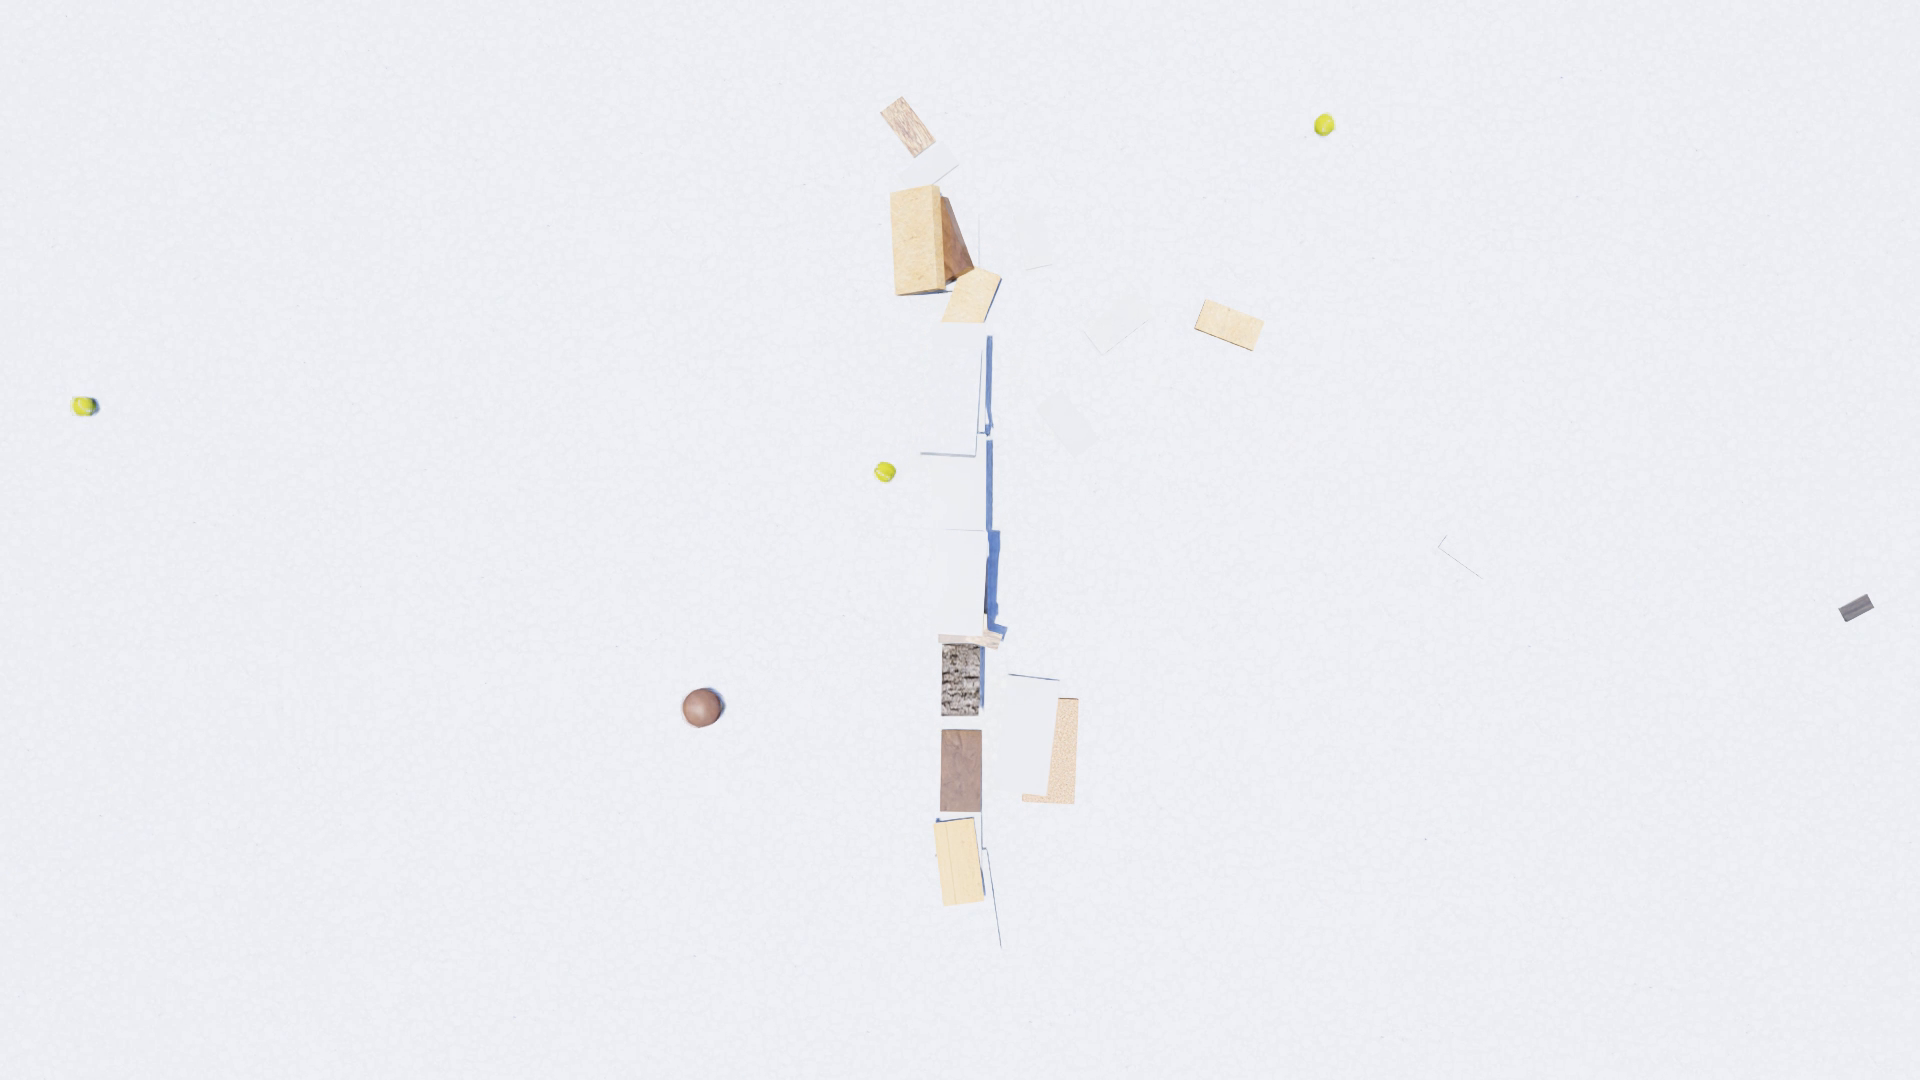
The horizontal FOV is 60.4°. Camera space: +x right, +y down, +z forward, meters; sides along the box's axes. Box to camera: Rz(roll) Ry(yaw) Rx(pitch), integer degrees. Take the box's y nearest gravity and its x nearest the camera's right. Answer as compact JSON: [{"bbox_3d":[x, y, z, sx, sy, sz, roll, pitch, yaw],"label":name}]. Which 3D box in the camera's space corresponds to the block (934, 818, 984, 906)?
[{"bbox_3d":[-0.004,1.053,5.389,0.134,0.038,0.267,-8,77,0],"label":"block"}]

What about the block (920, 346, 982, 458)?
[{"bbox_3d":[-0.028,-0.429,5.110,0.169,0.048,0.338,4,81,1],"label":"block"}]

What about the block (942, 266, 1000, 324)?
[{"bbox_3d":[0.027,-0.774,5.455,0.130,0.037,0.259,21,100,-4],"label":"block"}]

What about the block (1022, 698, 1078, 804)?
[{"bbox_3d":[0.299,0.697,5.476,0.173,0.049,0.346,2,90,0],"label":"block"}]

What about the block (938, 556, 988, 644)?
[{"bbox_3d":[0.008,0.165,5.166,0.156,0.044,0.312,-1,90,0],"label":"block"}]

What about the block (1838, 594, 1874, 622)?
[{"bbox_3d":[2.985,0.227,5.493,0.103,0.015,0.051,-28,90,0],"label":"block"}]

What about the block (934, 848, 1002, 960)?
[{"bbox_3d":[0.027,1.207,5.476,0.173,0.049,0.346,-8,90,0],"label":"block"}]

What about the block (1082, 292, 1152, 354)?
[{"bbox_3d":[0.523,-0.719,5.485,0.208,0.029,0.104,-38,90,0],"label":"block"}]

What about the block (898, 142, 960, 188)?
[{"bbox_3d":[-0.103,-1.232,5.487,0.185,0.026,0.092,-37,90,0],"label":"block"}]

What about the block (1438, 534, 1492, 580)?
[{"bbox_3d":[1.682,0.056,5.493,0.183,0.015,0.051,35,90,0],"label":"block"}]

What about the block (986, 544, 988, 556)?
[{"bbox_3d":[0.008,0.029,4.991,0.152,0.304,0.043,0,89,0],"label":"block"}]

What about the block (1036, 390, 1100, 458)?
[{"bbox_3d":[0.358,-0.387,5.485,0.104,0.029,0.208,-37,90,0],"label":"block"}]

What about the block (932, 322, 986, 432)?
[{"bbox_3d":[-0.005,-0.511,5.187,0.169,0.048,0.338,1,91,0],"label":"block"}]

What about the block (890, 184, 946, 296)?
[{"bbox_3d":[-0.141,-0.985,5.433,0.169,0.048,0.338,-3,90,34],"label":"block"}]

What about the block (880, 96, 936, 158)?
[{"bbox_3d":[-0.173,-1.373,5.487,0.092,0.026,0.185,-37,90,0],"label":"block"}]

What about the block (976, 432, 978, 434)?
[{"bbox_3d":[-0.005,-0.371,5.374,0.126,0.252,0.036,0,91,0],"label":"block"}]

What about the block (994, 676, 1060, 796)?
[{"bbox_3d":[0.219,0.642,5.427,0.173,0.049,0.374,7,90,0],"label":"block"}]

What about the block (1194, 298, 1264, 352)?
[{"bbox_3d":[0.895,-0.715,5.485,0.208,0.029,0.104,21,90,0],"label":"block"}]

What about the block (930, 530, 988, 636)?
[{"bbox_3d":[-0.004,0.124,4.817,0.152,0.043,0.304,3,90,0],"label":"block"}]

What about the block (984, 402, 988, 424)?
[{"bbox_3d":[0.008,-0.482,5.229,0.126,0.036,0.252,-10,91,0],"label":"block"}]

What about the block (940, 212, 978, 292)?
[{"bbox_3d":[-0.003,-0.956,5.482,0.130,0.037,0.259,0,90,0],"label":"block"}]

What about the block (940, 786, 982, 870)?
[{"bbox_3d":[0.003,0.951,5.450,0.134,0.038,0.267,-1,77,2],"label":"block"}]

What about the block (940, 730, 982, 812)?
[{"bbox_3d":[0.003,0.765,5.452,0.134,0.038,0.267,1,77,1],"label":"block"}]

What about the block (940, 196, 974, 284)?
[{"bbox_3d":[-0.055,-0.983,5.426,0.130,0.037,0.259,-27,77,32],"label":"block"}]

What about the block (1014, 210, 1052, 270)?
[{"bbox_3d":[0.244,-0.998,5.487,0.092,0.026,0.184,-12,90,0],"label":"block"}]

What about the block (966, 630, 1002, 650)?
[{"bbox_3d":[0.075,0.304,5.136,0.103,0.015,0.051,18,90,0],"label":"block"}]

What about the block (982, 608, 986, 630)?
[{"bbox_3d":[0.002,0.239,4.991,0.152,0.304,0.043,-2,91,0],"label":"block"}]

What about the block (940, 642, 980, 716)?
[{"bbox_3d":[0.002,0.438,5.239,0.121,0.034,0.242,1,90,0],"label":"block"}]

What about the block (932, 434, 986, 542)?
[{"bbox_3d":[-0.004,-0.161,5.141,0.167,0.047,0.335,0,90,0],"label":"block"}]
